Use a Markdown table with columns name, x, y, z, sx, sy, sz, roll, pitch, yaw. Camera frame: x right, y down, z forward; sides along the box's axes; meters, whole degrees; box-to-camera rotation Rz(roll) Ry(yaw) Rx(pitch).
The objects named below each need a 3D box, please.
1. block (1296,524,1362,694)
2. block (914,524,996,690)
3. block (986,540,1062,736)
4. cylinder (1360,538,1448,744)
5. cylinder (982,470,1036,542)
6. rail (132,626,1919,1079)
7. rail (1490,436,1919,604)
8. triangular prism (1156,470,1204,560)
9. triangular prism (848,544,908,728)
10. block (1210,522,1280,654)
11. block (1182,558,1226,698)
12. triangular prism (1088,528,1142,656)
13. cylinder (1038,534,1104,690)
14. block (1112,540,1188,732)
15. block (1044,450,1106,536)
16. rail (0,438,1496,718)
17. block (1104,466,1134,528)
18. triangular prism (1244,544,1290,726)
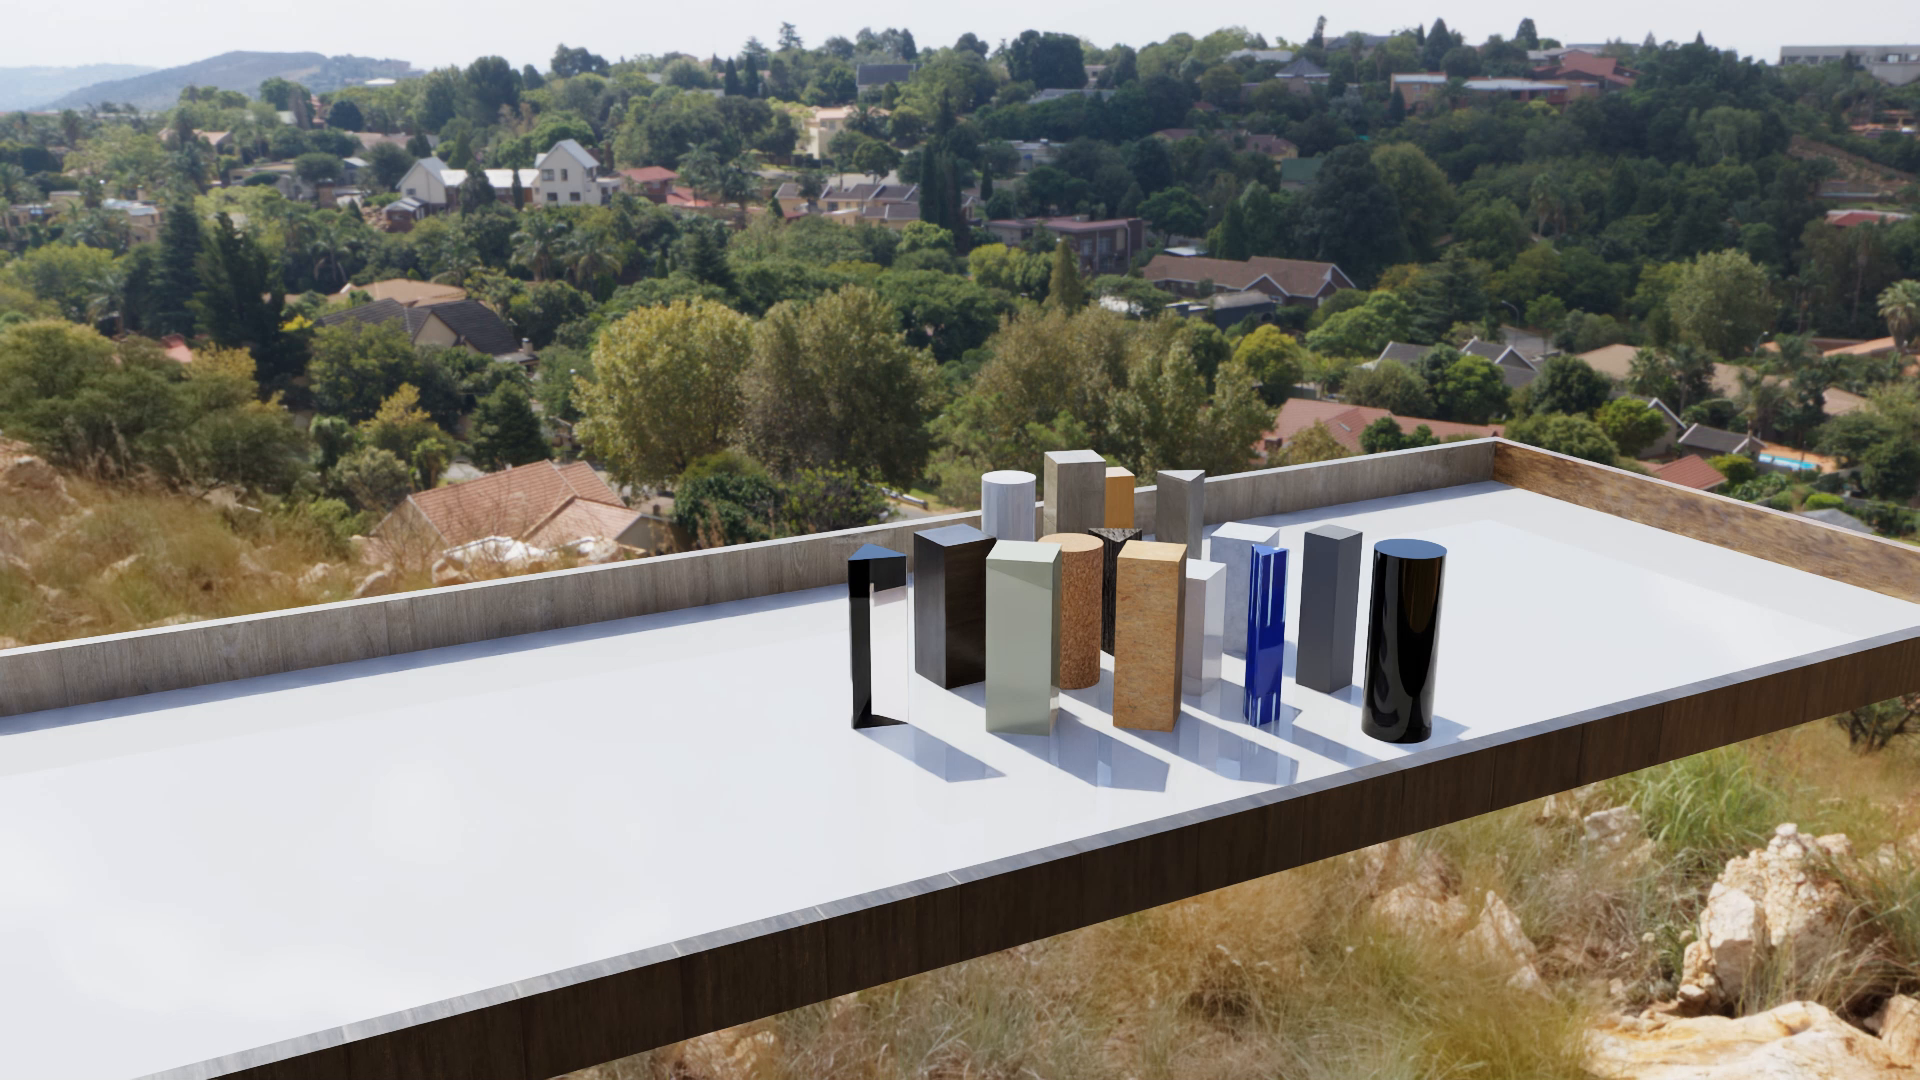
| name | x | y | z | sx | sy | sz | roll | pitch | yaw |
| --- | --- | --- | --- | --- | --- | --- | --- | --- | --- |
| block | 0.911 | 0.170 | 4.075 | 0.100 | 0.396 | 0.100 | -15 | 22 | -42 |
| block | -0.013 | 0.165 | 4.136 | 0.149 | 0.371 | 0.149 | -10 | 19 | -31 |
| block | 0.148 | 0.227 | 3.835 | 0.151 | 0.421 | 0.151 | 3 | 17 | 11 |
| cylinder | 1.016 | 0.231 | 3.783 | 0.161 | 0.443 | 0.161 | 0 | 16 | 0 |
| cylinder | 0.127 | 0.054 | 4.364 | 0.142 | 0.455 | 0.142 | 0 | 16 | 0 |
| rail | -2.336 | 1.006 | 1.665 | 12.000 | 0.150 | 0.050 | -9 | 18 | -27 |
| rail | 2.466 | -0.048 | 5.253 | 0.050 | 0.150 | 2.100 | -9 | 18 | -27 |
| triangular prism | 0.631 | 0.010 | 4.606 | 0.114 | 0.404 | 0.132 | -11 | 20 | -32 |
| triangular prism | -0.202 | 0.222 | 3.866 | 0.137 | 0.413 | 0.118 | -4 | 17 | -14 |
| block | 0.750 | 0.127 | 4.376 | 0.143 | 0.309 | 0.143 | 8 | 18 | 25 |
| block | 0.560 | 0.213 | 4.096 | 0.149 | 0.301 | 0.149 | 8 | 18 | 27 |
| triangular prism | 0.390 | 0.130 | 4.357 | 0.121 | 0.314 | 0.140 | 10 | 19 | 30 |
| cylinder | 0.273 | 0.177 | 4.118 | 0.161 | 0.358 | 0.161 | 0 | 16 | 0 |
| block | 0.444 | 0.224 | 3.856 | 0.140 | 0.416 | 0.140 | 4 | 17 | 15 |
| block | 0.317 | -0.015 | 4.607 | 0.137 | 0.449 | 0.137 | -3 | 17 | -12 |
| rail | -3.305 | 0.497 | 3.399 | 12.000 | 0.150 | 0.050 | -9 | 18 | -27 |
| block | 0.443 | -0.035 | 4.870 | 0.106 | 0.341 | 0.106 | -4 | 17 | -14 |
| triangular prism | 0.701 | 0.221 | 3.859 | 0.087 | 0.420 | 0.075 | -11 | 20 | -33 |
